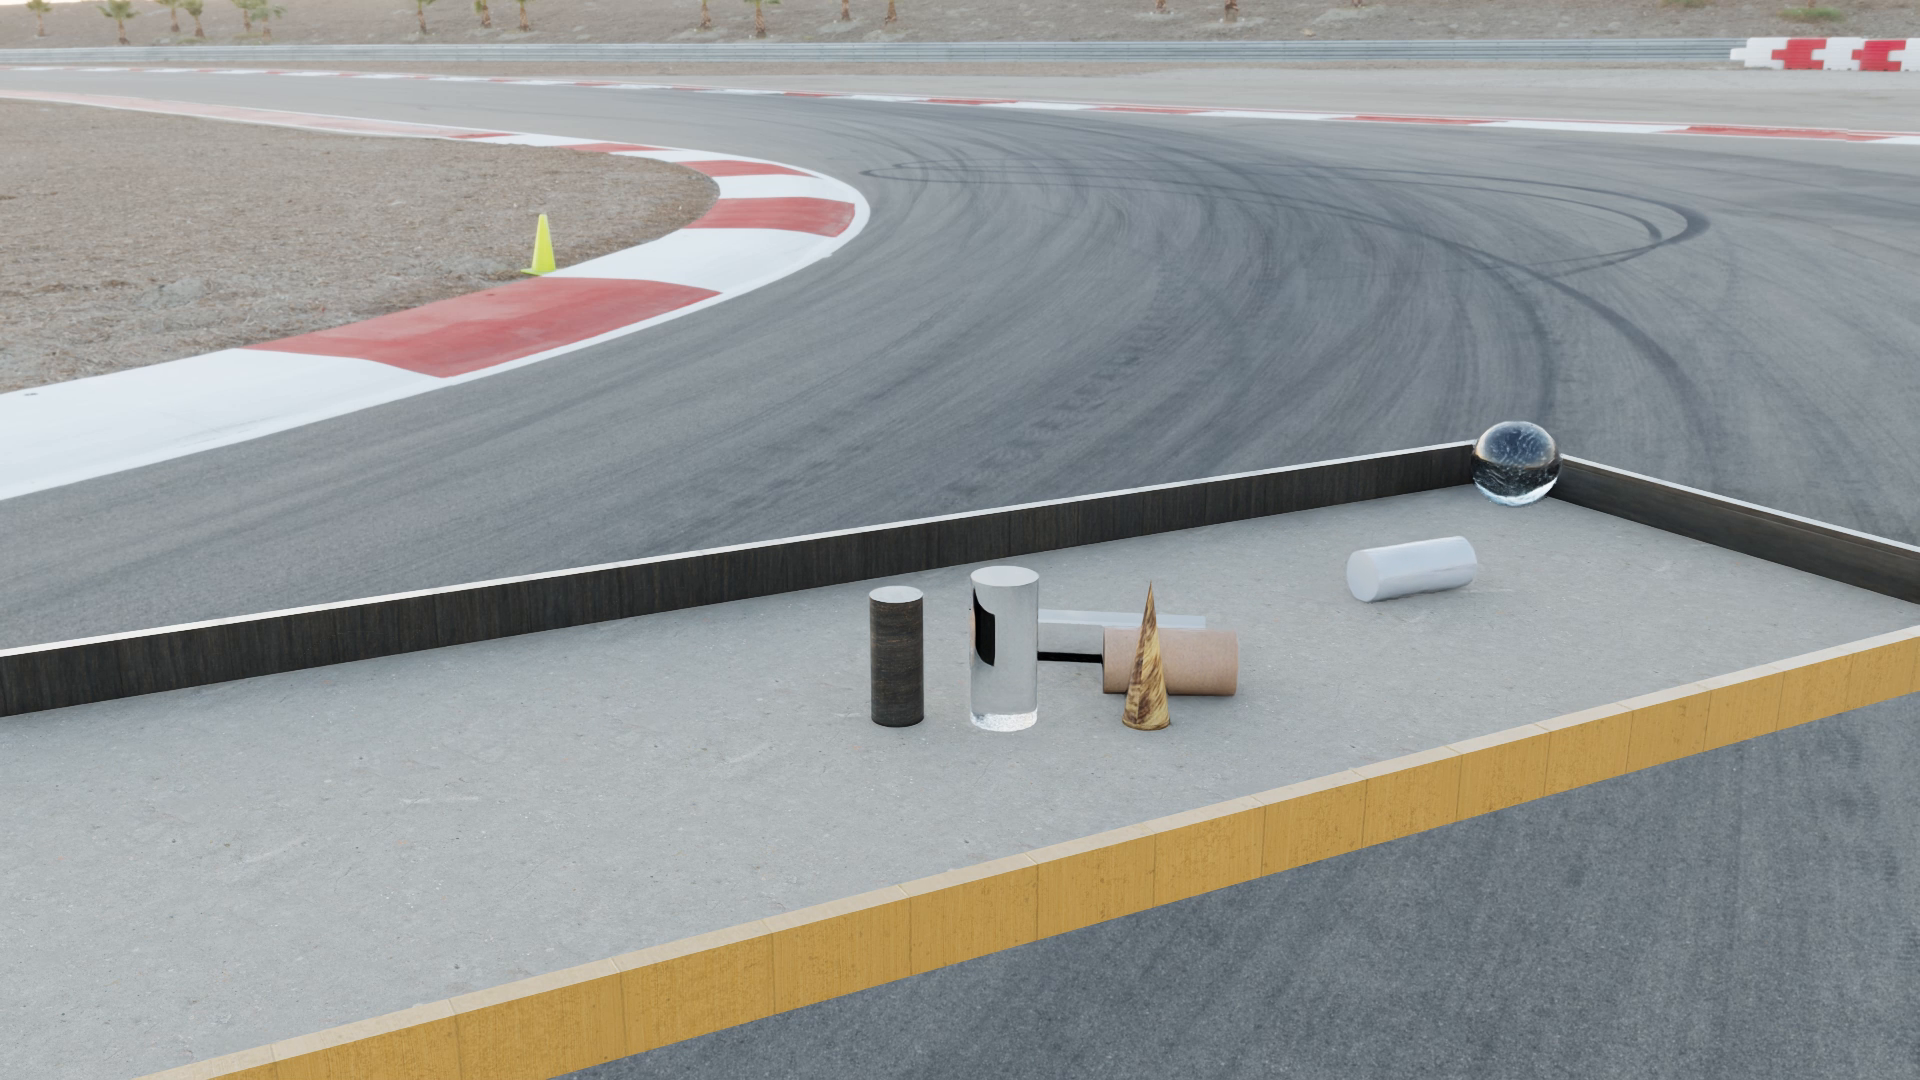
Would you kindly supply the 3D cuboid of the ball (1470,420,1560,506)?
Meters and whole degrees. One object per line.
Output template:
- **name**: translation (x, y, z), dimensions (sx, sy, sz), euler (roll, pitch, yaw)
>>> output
- **ball**: translation (1.932, -0.269, 5.740), dimensions (0.298, 0.298, 0.298), euler (0, 16, 0)

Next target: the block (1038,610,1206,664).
- **block**: translation (0.410, 0.255, 4.299), dimensions (0.450, 0.105, 0.105), euler (2, 17, 7)

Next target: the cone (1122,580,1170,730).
- **cone**: translation (0.440, 0.259, 3.847), dimensions (0.114, 0.353, 0.114), euler (0, 16, 0)

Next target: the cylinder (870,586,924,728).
- **cylinder**: translation (-0.148, 0.274, 3.877), dimensions (0.125, 0.308, 0.125), euler (0, 16, 0)

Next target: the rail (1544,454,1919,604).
- **rail**: translation (2.466, -0.048, 5.253), dimensions (0.050, 0.150, 2.100), euler (-9, 18, -27)

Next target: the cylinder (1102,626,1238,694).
- **cylinder**: translation (0.515, 0.297, 4.060), dimensions (0.320, 0.161, 0.161), euler (1, 16, 3)

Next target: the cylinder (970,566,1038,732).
- **cylinder**: translation (0.103, 0.253, 3.864), dimensions (0.158, 0.355, 0.158), euler (0, 16, 0)

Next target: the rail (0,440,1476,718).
- **rail**: translation (-3.305, 0.497, 3.399), dimensions (12.000, 0.150, 0.050), euler (-9, 18, -27)

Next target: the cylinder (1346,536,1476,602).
- **cylinder**: translation (1.317, 0.083, 4.809), dimensions (0.353, 0.150, 0.150), euler (-7, 18, -23)

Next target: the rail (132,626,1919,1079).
- **rail**: translation (-2.336, 1.006, 1.665), dimensions (12.000, 0.150, 0.050), euler (-9, 18, -27)
